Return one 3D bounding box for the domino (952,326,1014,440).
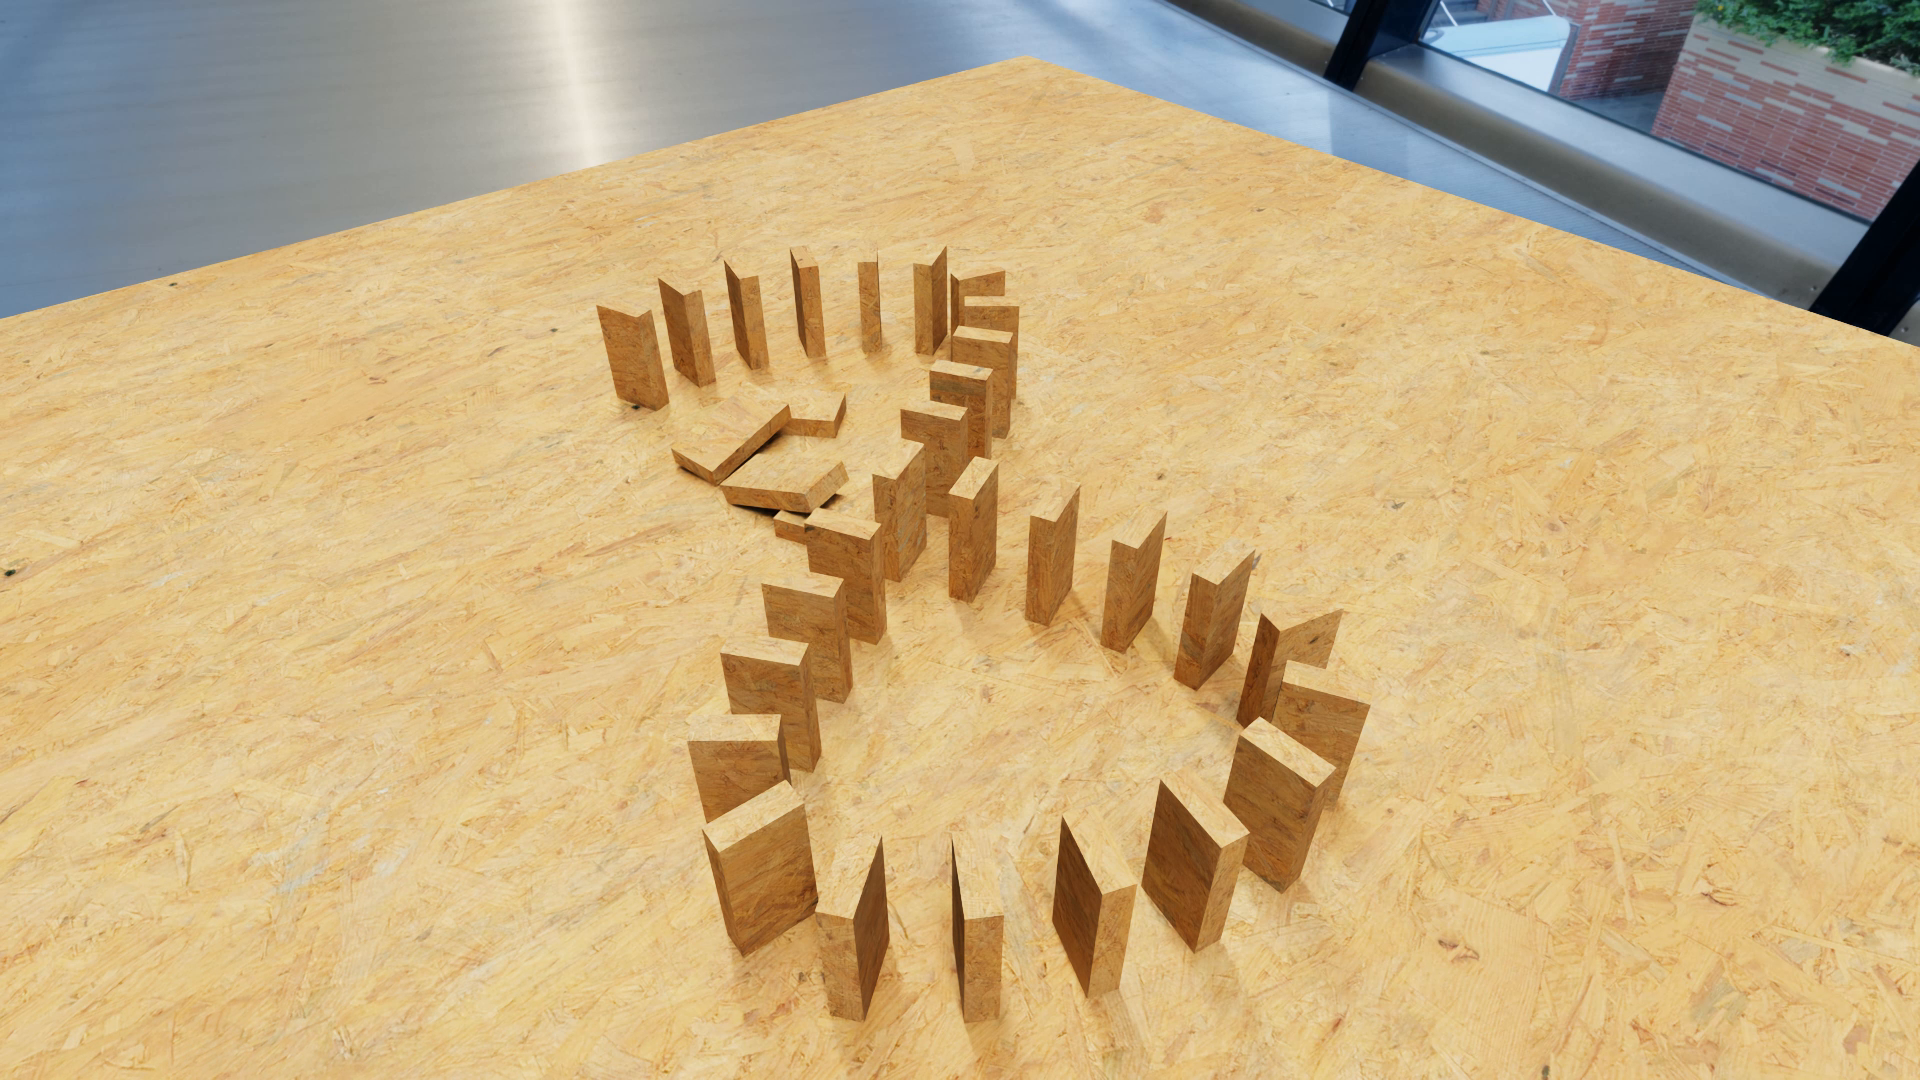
[{"bbox_3d":[0.010,-0.071,0.498,0.025,0.050,0.009,10,40,11],"label":"domino"}]

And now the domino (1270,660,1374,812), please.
[{"bbox_3d":[0.108,0.061,0.337,0.025,0.050,0.010,14,41,16],"label":"domino"}]

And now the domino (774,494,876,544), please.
[{"bbox_3d":[-0.048,-0.006,0.451,0.050,0.009,0.025,15,42,18],"label":"domino"}]

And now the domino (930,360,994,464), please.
[{"bbox_3d":[0.001,-0.052,0.475,0.025,0.050,0.009,13,41,15],"label":"domino"}]

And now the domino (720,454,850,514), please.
[{"bbox_3d":[-0.074,-0.024,0.461,0.050,0.010,0.025,7,39,36],"label":"domino"}]

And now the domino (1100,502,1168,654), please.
[{"bbox_3d":[0.062,0.014,0.394,0.010,0.050,0.025,22,44,24],"label":"domino"}]

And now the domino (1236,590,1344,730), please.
[{"bbox_3d":[0.108,0.041,0.361,0.025,0.050,0.009,-17,42,-19],"label":"domino"}]

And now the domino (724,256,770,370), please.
[{"bbox_3d":[-0.107,-0.113,0.550,0.010,0.050,0.025,-18,43,-20],"label":"domino"}]

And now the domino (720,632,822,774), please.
[{"bbox_3d":[-0.059,0.052,0.348,0.025,0.050,0.009,8,40,10],"label":"domino"}]

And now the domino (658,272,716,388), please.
[{"bbox_3d":[-0.133,-0.102,0.536,0.010,0.050,0.025,-28,47,-30],"label":"domino"}]

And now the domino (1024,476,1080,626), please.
[{"bbox_3d":[0.034,0.005,0.406,0.010,0.050,0.025,16,42,19],"label":"domino"}]

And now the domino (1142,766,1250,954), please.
[{"bbox_3d":[0.064,0.089,0.303,0.009,0.050,0.025,-20,43,-22],"label":"domino"}]

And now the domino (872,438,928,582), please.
[{"bbox_3d":[-0.023,-0.011,0.425,0.010,0.050,0.025,15,42,18],"label":"domino"}]

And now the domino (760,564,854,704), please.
[{"bbox_3d":[-0.051,0.033,0.372,0.025,0.050,0.010,11,40,13],"label":"domino"}]

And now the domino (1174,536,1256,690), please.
[{"bbox_3d":[0.088,0.026,0.380,0.010,0.050,0.025,29,47,31],"label":"domino"}]

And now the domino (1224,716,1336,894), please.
[{"bbox_3d":[0.090,0.077,0.317,0.009,0.050,0.025,-30,48,-32],"label":"domino"}]

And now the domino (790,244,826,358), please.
[{"bbox_3d":[-0.077,-0.121,0.559,0.009,0.050,0.025,-11,41,-13],"label":"domino"}]

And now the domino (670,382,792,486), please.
[{"bbox_3d":[-0.102,-0.048,0.493,0.025,0.010,0.050,29,58,22],"label":"domino"}]

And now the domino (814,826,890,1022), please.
[{"bbox_3d":[-0.027,0.101,0.288,0.010,0.050,0.025,8,40,10],"label":"domino"}]

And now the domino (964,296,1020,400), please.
[{"bbox_3d":[0.015,-0.091,0.522,0.025,0.050,0.009,0,39,0],"label":"domino"}]

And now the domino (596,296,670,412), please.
[{"bbox_3d":[-0.154,-0.087,0.518,0.025,0.050,0.010,20,43,23],"label":"domino"}]

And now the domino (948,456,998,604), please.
[{"bbox_3d":[0.005,-0.003,0.416,0.010,0.050,0.025,15,42,18],"label":"domino"}]

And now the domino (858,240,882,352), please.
[{"bbox_3d":[-0.046,-0.125,0.564,0.010,0.050,0.025,-2,39,-2],"label":"domino"}]

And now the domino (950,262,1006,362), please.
[{"bbox_3d":[0.009,-0.110,0.546,0.025,0.050,0.010,-17,42,-20],"label":"domino"}]

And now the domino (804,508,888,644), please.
[{"bbox_3d":[-0.040,0.014,0.395,0.025,0.050,0.010,14,41,17],"label":"domino"}]

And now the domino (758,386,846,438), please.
[{"bbox_3d":[-0.081,-0.061,0.517,0.050,0.010,0.025,5,40,6],"label":"domino"}]

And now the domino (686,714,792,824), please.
[{"bbox_3d":[-0.063,0.072,0.324,0.025,0.050,0.010,0,39,0],"label":"domino"}]

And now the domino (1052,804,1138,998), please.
[{"bbox_3d":[0.035,0.097,0.293,0.010,0.050,0.025,-12,41,-14],"label":"domino"}]

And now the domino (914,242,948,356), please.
[{"bbox_3d":[-0.015,-0.123,0.561,0.009,0.050,0.025,11,41,13],"label":"domino"}]

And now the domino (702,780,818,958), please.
[{"bbox_3d":[-0.054,0.091,0.301,0.025,0.050,0.009,-26,46,-28],"label":"domino"}]

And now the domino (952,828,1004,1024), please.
[{"bbox_3d":[0.004,0.101,0.288,0.009,0.050,0.025,-5,40,-6],"label":"domino"}]

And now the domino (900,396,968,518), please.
[{"bbox_3d":[-0.010,-0.033,0.452,0.025,0.050,0.010,13,41,15],"label":"domino"}]
